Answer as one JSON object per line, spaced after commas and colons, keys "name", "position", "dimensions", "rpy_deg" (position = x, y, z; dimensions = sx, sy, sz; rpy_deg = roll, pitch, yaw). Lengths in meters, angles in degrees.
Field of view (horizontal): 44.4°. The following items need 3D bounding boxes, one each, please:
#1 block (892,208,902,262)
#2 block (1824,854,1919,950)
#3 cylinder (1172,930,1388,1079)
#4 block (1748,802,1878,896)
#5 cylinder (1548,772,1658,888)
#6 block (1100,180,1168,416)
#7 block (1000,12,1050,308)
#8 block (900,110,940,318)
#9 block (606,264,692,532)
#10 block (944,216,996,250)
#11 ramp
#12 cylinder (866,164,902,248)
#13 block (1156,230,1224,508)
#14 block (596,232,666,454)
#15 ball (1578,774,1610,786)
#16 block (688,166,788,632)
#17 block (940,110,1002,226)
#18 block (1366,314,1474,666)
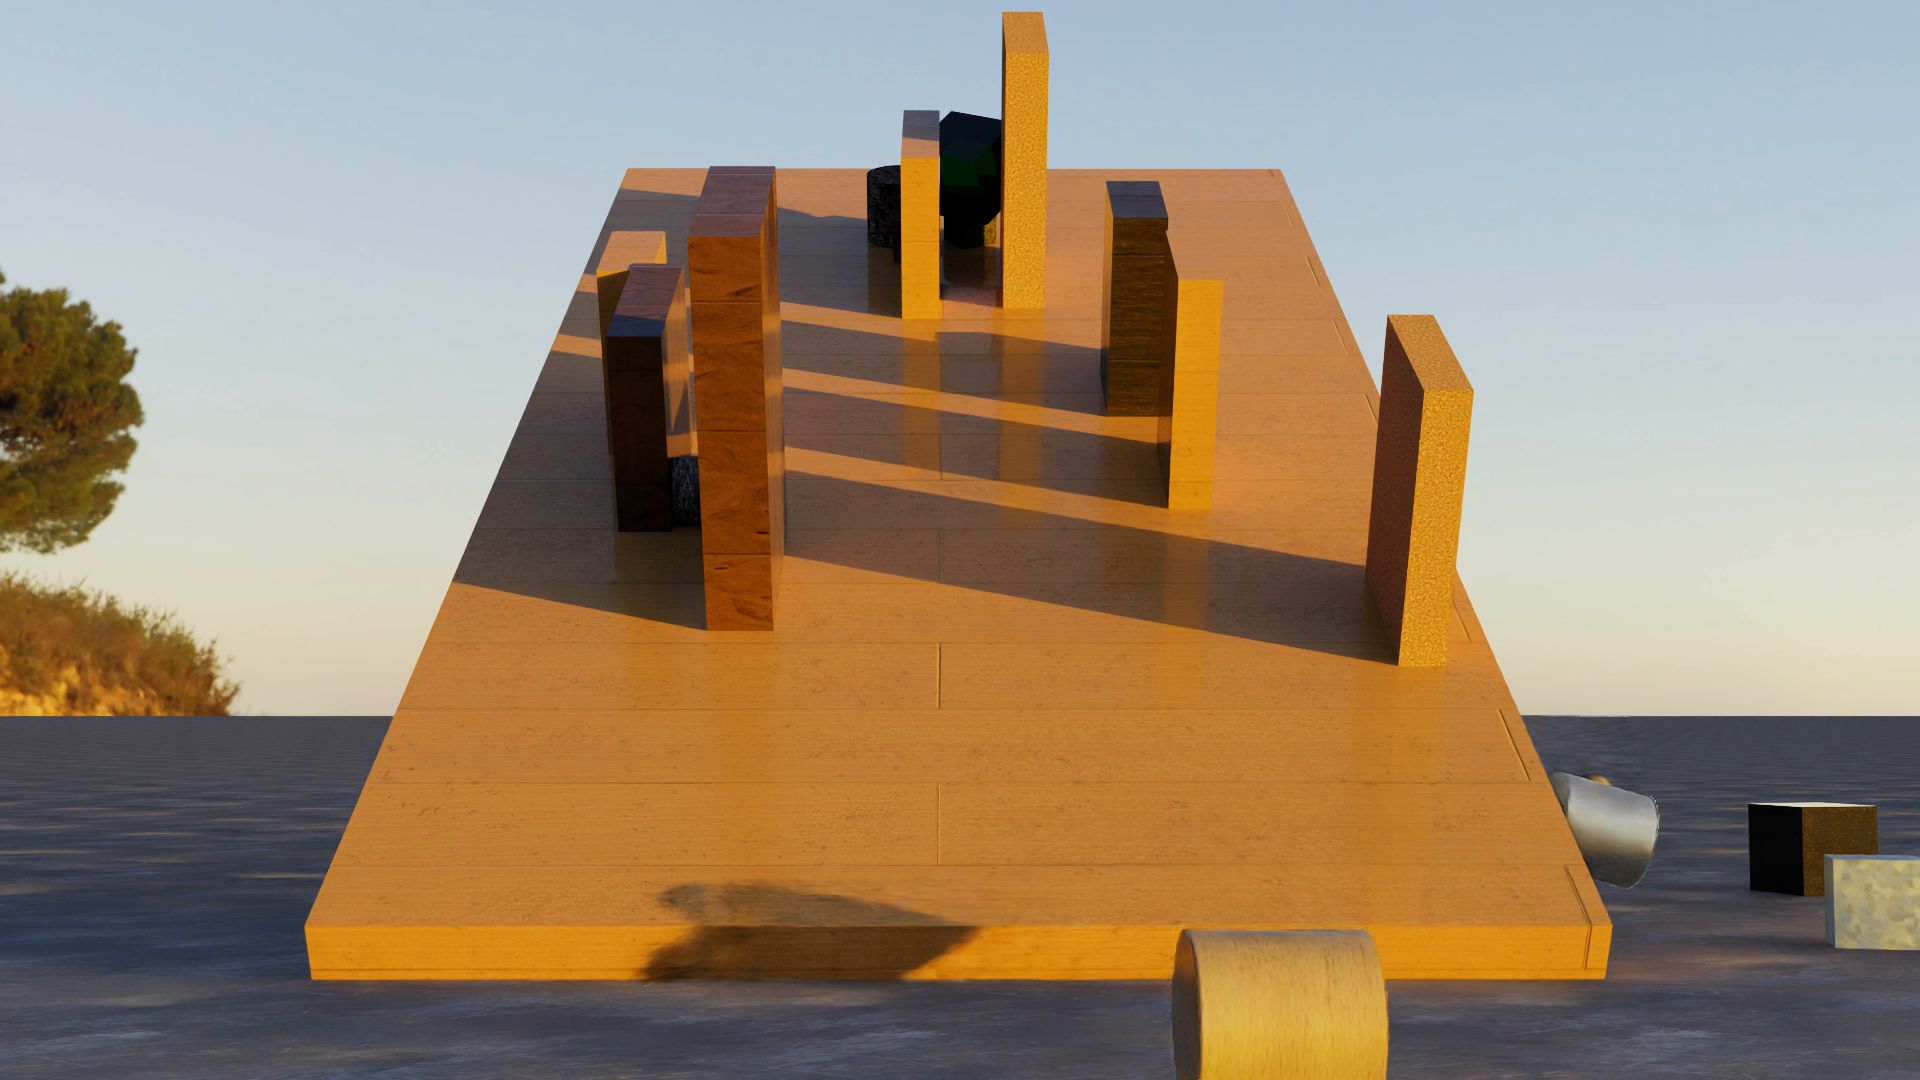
{"name": "block", "position": [-0.125, -0.835, 6.427], "dimensions": [0.115, 0.115, 0.115], "rpy_deg": [-2, 26, 1]}
{"name": "block", "position": [1.627, 0.642, 4.176], "dimensions": [0.154, 0.154, 0.154], "rpy_deg": [-1, -4, 14]}
{"name": "cylinder", "position": [0.328, 0.499, 2.436], "dimensions": [0.189, 0.189, 0.189], "rpy_deg": [0, -4, -3]}
{"name": "block", "position": [1.955, 0.707, 5.387], "dimensions": [0.199, 0.199, 0.199], "rpy_deg": [1, -4, -17]}
{"name": "cylinder", "position": [1.203, 0.552, 4.481], "dimensions": [0.179, 0.179, 0.179], "rpy_deg": [16, -6, -7]}
{"name": "block", "position": [0.400, -0.559, 5.440], "dimensions": [0.122, 0.478, 0.277], "rpy_deg": [0, 26, 0]}
{"name": "block", "position": [0.165, -0.996, 6.133], "dimensions": [0.106, 0.665, 0.447], "rpy_deg": [0, 26, 0]}
{"name": "block", "position": [-0.101, -0.851, 6.111], "dimensions": [0.095, 0.423, 0.441], "rpy_deg": [0, 26, 0]}
{"name": "block", "position": [-0.651, -0.307, 4.964], "dimensions": [0.110, 0.430, 0.446], "rpy_deg": [0, 26, 0]}
{"name": "block", "position": [0.028, -0.883, 6.543], "dimensions": [0.107, 0.107, 0.107], "rpy_deg": [-15, 29, -28]}
{"name": "ramp", "position": [-0.009, -0.229, 5.418], "dimensions": [2.000, 0.100, 4.000], "rpy_deg": [0, 26, 0]}
{"name": "cylinder", "position": [-0.166, -0.929, 6.548], "dimensions": [0.185, 0.185, 0.185], "rpy_deg": [0, 26, 0]}
{"name": "block", "position": [0.485, -0.364, 4.996], "dimensions": [0.090, 0.510, 0.316], "rpy_deg": [0, 26, 0]}
{"name": "block", "position": [-0.722, -0.443, 5.252], "dimensions": [0.117, 0.426, 0.271], "rpy_deg": [0, 26, 0]}
{"name": "ball", "position": [2.466, 0.997, 9.194], "dimensions": [0.168, 0.168, 0.168], "rpy_deg": [0, -4, 0]}
{"name": "block", "position": [-0.417, -0.273, 4.486], "dimensions": [0.126, 0.781, 0.431], "rpy_deg": [0, 26, 0]}
{"name": "block", "position": [0.024, -1.019, 6.430], "dimensions": [0.204, 0.204, 0.204], "rpy_deg": [16, 48, 30]}
{"name": "block", "position": [0.853, -0.097, 4.398], "dimensions": [0.087, 0.547, 0.386], "rpy_deg": [0, 26, 0]}
